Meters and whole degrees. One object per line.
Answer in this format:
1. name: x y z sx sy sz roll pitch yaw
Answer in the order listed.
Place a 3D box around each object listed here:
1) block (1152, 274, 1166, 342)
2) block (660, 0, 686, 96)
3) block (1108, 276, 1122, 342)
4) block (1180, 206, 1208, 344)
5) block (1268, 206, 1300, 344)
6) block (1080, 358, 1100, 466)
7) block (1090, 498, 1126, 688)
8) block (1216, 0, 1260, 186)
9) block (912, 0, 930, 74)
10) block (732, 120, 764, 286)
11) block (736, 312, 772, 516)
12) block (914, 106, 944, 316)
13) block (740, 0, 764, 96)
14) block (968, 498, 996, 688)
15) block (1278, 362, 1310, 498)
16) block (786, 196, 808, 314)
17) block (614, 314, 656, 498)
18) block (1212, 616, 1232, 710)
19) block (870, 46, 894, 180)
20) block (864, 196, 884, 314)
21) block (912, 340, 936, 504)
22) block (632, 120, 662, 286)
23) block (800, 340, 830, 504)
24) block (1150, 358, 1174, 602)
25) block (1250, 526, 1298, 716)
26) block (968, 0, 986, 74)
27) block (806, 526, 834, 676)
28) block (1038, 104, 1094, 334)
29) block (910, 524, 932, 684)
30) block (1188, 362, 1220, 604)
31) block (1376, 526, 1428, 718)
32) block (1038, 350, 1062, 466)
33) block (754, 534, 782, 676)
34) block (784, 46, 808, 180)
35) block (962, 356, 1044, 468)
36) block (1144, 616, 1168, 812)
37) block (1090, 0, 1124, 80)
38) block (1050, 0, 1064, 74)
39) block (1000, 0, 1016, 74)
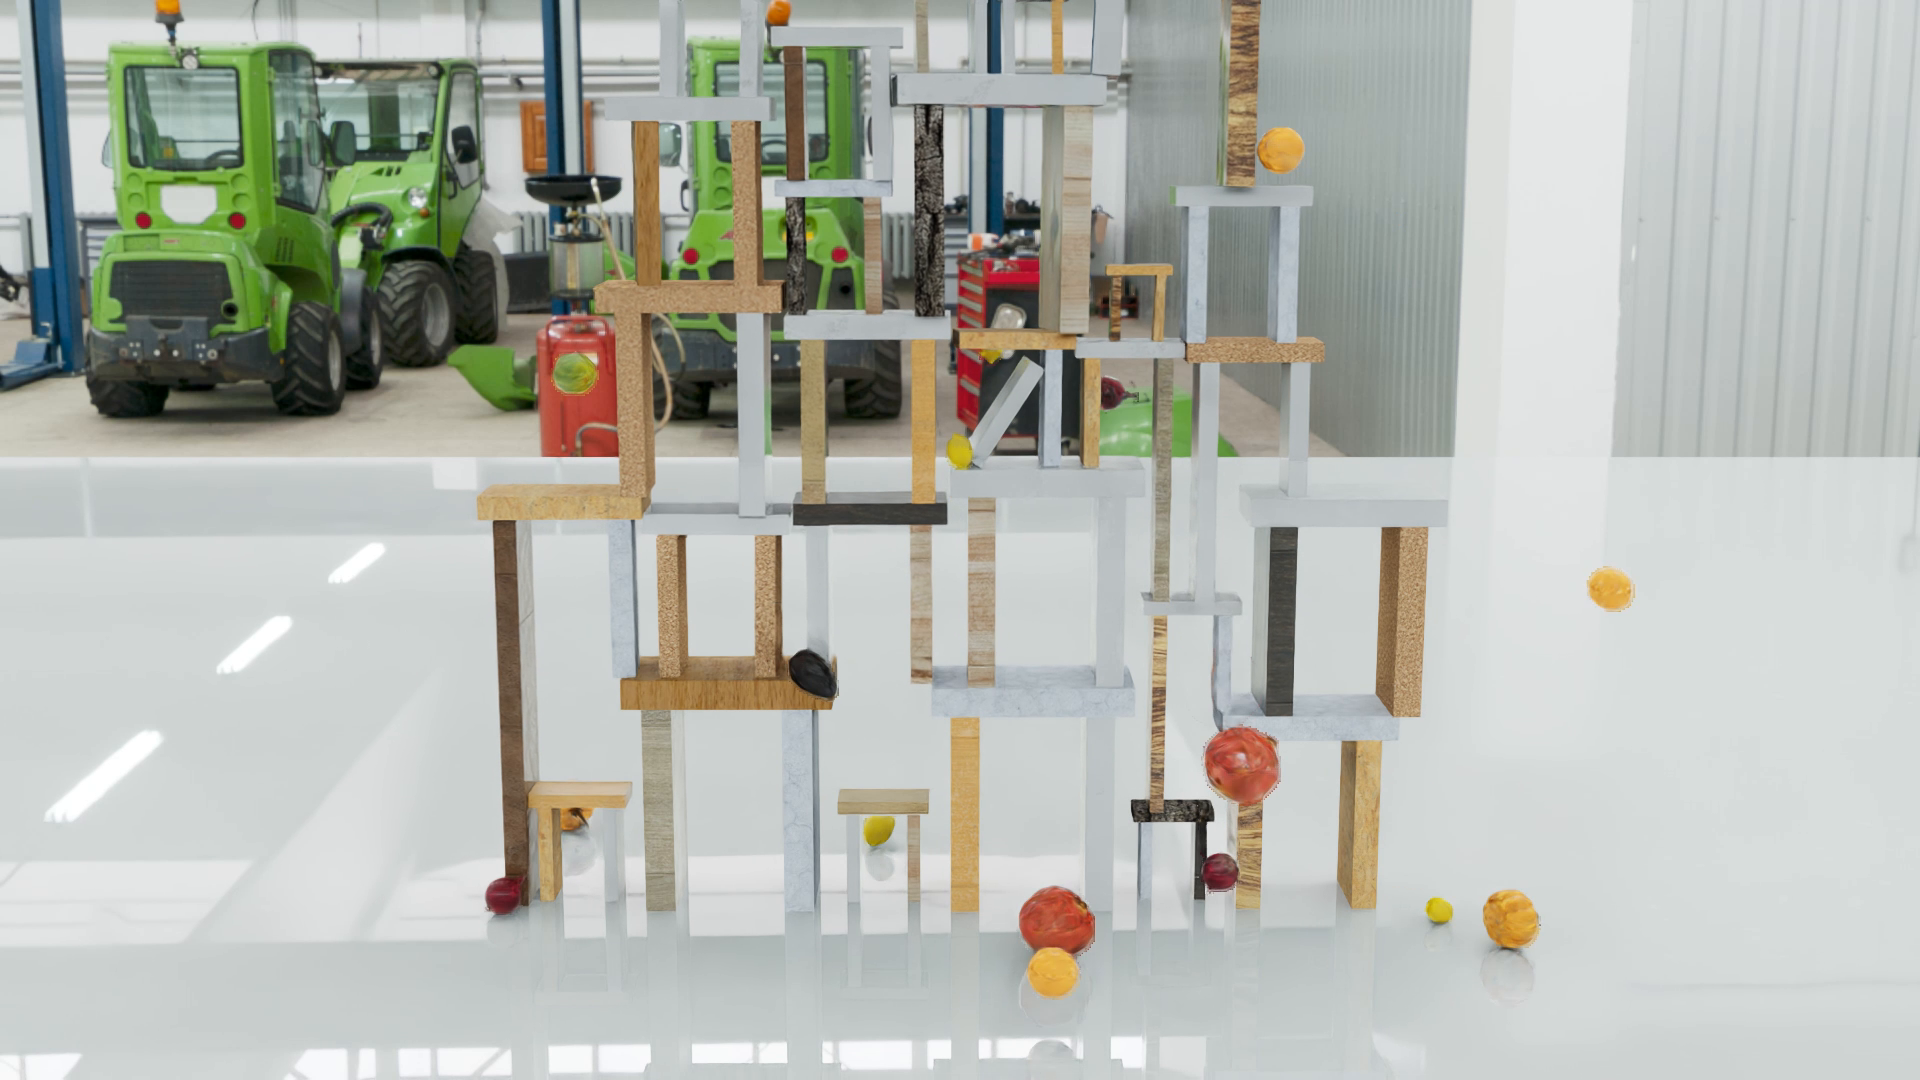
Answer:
1. block: 0.317 -0.371 3.500 0.015 0.104 0.052 2 10 1
2. block: -0.447 -0.785 3.420 0.027 0.190 0.095 2 11 0
3. block: 0.247 -0.371 3.501 0.015 0.104 0.052 1 10 0
4. block: 0.370 -0.423 3.482 0.030 0.212 0.106 0 10 0
5. block: 0.512 -0.423 3.483 0.030 0.212 0.106 0 10 -1
6. block: 0.208 -0.209 3.526 0.024 0.173 0.086 0 10 -2
7. block: 0.240 0.070 3.579 0.044 0.309 0.154 0 10 -1
8. block: 0.434 -0.789 3.413 0.043 0.473 0.153 1 10 1
9. block: -0.061 -0.790 3.416 0.019 0.133 0.067 -2 9 -5
10. block: -0.334 -0.531 3.461 0.036 0.253 0.126 0 11 -1
11. block: -0.329 -0.209 3.524 0.041 0.321 0.145 0 11 0
12. block: -0.048 -0.521 3.478 0.046 0.322 0.161 0 10 0
13. block: -0.323 -0.784 3.415 0.027 0.190 0.095 2 11 1
14. block: 0.034 0.071 3.576 0.044 0.309 0.154 0 10 0
15. block: 0.536 -0.183 3.526 0.030 0.214 0.107 0 10 0
16. block: -0.259 -0.452 3.487 0.026 0.183 0.091 -1 10 -1
17. block: -0.519 -0.223 3.517 0.041 0.290 0.145 -1 11 -2
18. block: 0.428 0.192 3.598 0.022 0.158 0.079 0 10 0
19. block: -0.122 -0.668 3.447 0.029 0.203 0.102 -1 10 0
20. block: -0.137 -0.452 3.488 0.026 0.183 0.091 -1 10 -1
21. block: -0.058 -0.197 3.533 0.037 0.261 0.130 0 10 0
22. block: -0.494 -0.532 3.465 0.036 0.253 0.126 -2 11 -11
23. block: -0.233 -0.197 3.529 0.037 0.261 0.131 0 10 -1
24. block: 0.324 -0.101 3.545 0.024 0.393 0.086 0 10 0
25. block: 0.512 0.117 3.586 0.044 0.310 0.155 0 11 -1
26. block: 0.028 -0.790 3.423 0.019 0.133 0.067 -2 9 -8
27. block: -0.228 0.088 3.580 0.035 0.247 0.123 0 10 0
28. block: 0.167 -0.509 3.492 0.046 0.351 0.161 -1 9 -10
29. block: -0.063 0.093 3.585 0.035 0.260 0.123 0 10 0
30. block: 0.392 -0.098 3.540 0.030 0.388 0.107 0 10 0
31. block: 0.719 0.118 3.582 0.044 0.311 0.155 0 11 0
32. block: 0.144 -0.216 3.522 0.026 0.185 0.093 0 9 -4
33. block: -0.311 0.096 3.579 0.033 0.232 0.116 1 11 0
34. block: -0.256 -0.667 3.443 0.029 0.203 0.102 -1 10 -1
35. block: 0.068 -0.206 3.521 0.026 0.185 0.093 32 6 -11
36. block: 0.322 0.277 3.613 0.022 0.331 0.079 0 11 -1
37. block: 0.234 -0.876 3.420 0.043 0.305 0.153 3 9 2
38. block: 0.151 -0.781 3.423 0.016 0.115 0.058 -1 9 2
39. block: 0.074 -0.781 3.423 0.016 0.115 0.058 -2 9 -4
